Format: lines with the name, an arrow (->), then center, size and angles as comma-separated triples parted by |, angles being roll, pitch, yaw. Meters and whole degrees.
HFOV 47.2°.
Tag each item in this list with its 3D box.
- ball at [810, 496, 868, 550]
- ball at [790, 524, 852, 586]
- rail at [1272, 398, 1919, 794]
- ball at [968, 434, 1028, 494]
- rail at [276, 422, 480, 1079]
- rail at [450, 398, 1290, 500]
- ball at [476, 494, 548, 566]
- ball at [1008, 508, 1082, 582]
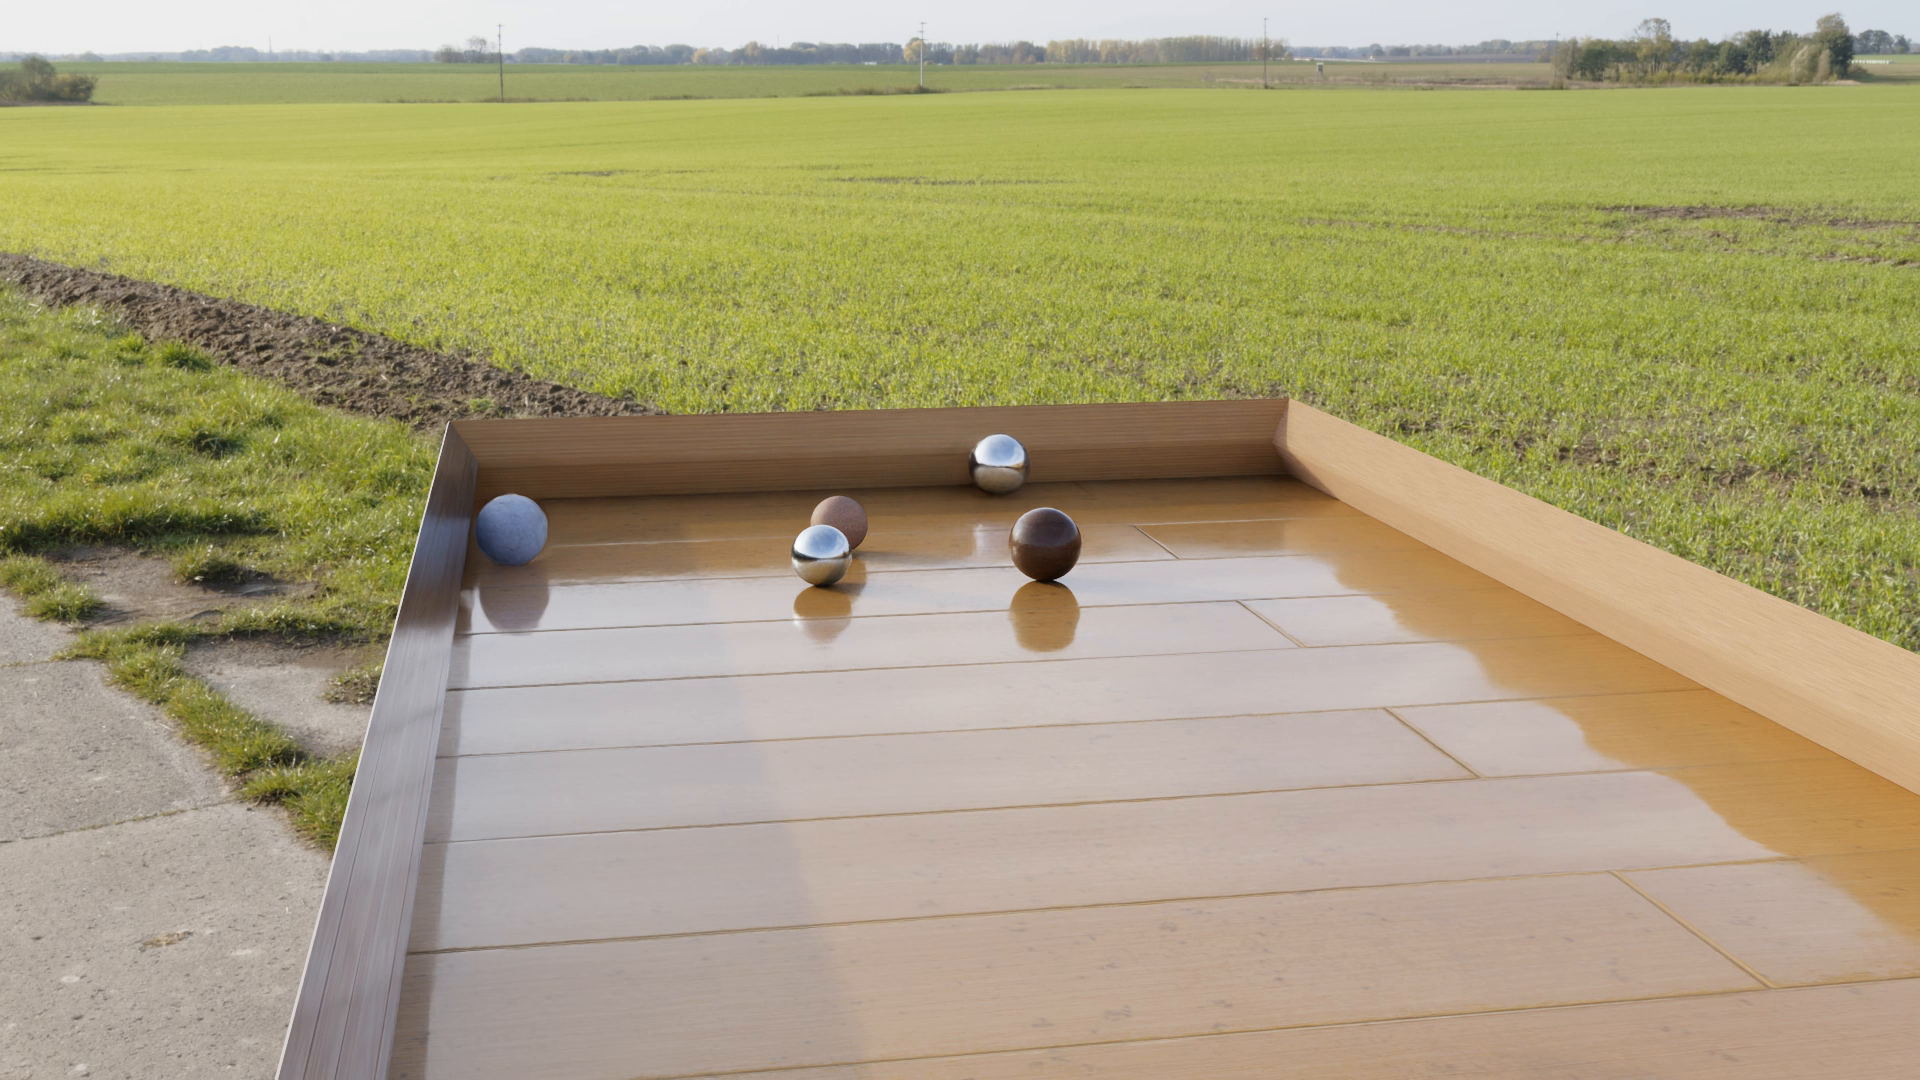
ball -> -0.168, -0.022, 3.055 | 0.080, 0.080, 0.080 | 0, 12, 0
ball -> -0.180, 0.020, 2.853 | 0.080, 0.080, 0.080 | 0, 12, 0
rail -> 0.774, 0.086, 2.411 | 0.045, 0.126, 2.634 | -2, 12, -10
ball -> 0.061, -0.121, 3.497 | 0.097, 0.097, 0.097 | 0, 12, 0
rail -> -0.529, 0.135, 2.170 | 0.045, 0.126, 2.634 | -2, 12, -10
rail -> -0.118, -0.144, 3.536 | 1.373, 0.126, 0.045 | -2, 12, -10
ball -> -0.607, -0.014, 2.978 | 0.096, 0.096, 0.096 | 0, 12, 0
ball -> 0.111, 0.006, 2.881 | 0.096, 0.096, 0.096 | 0, 12, 0
